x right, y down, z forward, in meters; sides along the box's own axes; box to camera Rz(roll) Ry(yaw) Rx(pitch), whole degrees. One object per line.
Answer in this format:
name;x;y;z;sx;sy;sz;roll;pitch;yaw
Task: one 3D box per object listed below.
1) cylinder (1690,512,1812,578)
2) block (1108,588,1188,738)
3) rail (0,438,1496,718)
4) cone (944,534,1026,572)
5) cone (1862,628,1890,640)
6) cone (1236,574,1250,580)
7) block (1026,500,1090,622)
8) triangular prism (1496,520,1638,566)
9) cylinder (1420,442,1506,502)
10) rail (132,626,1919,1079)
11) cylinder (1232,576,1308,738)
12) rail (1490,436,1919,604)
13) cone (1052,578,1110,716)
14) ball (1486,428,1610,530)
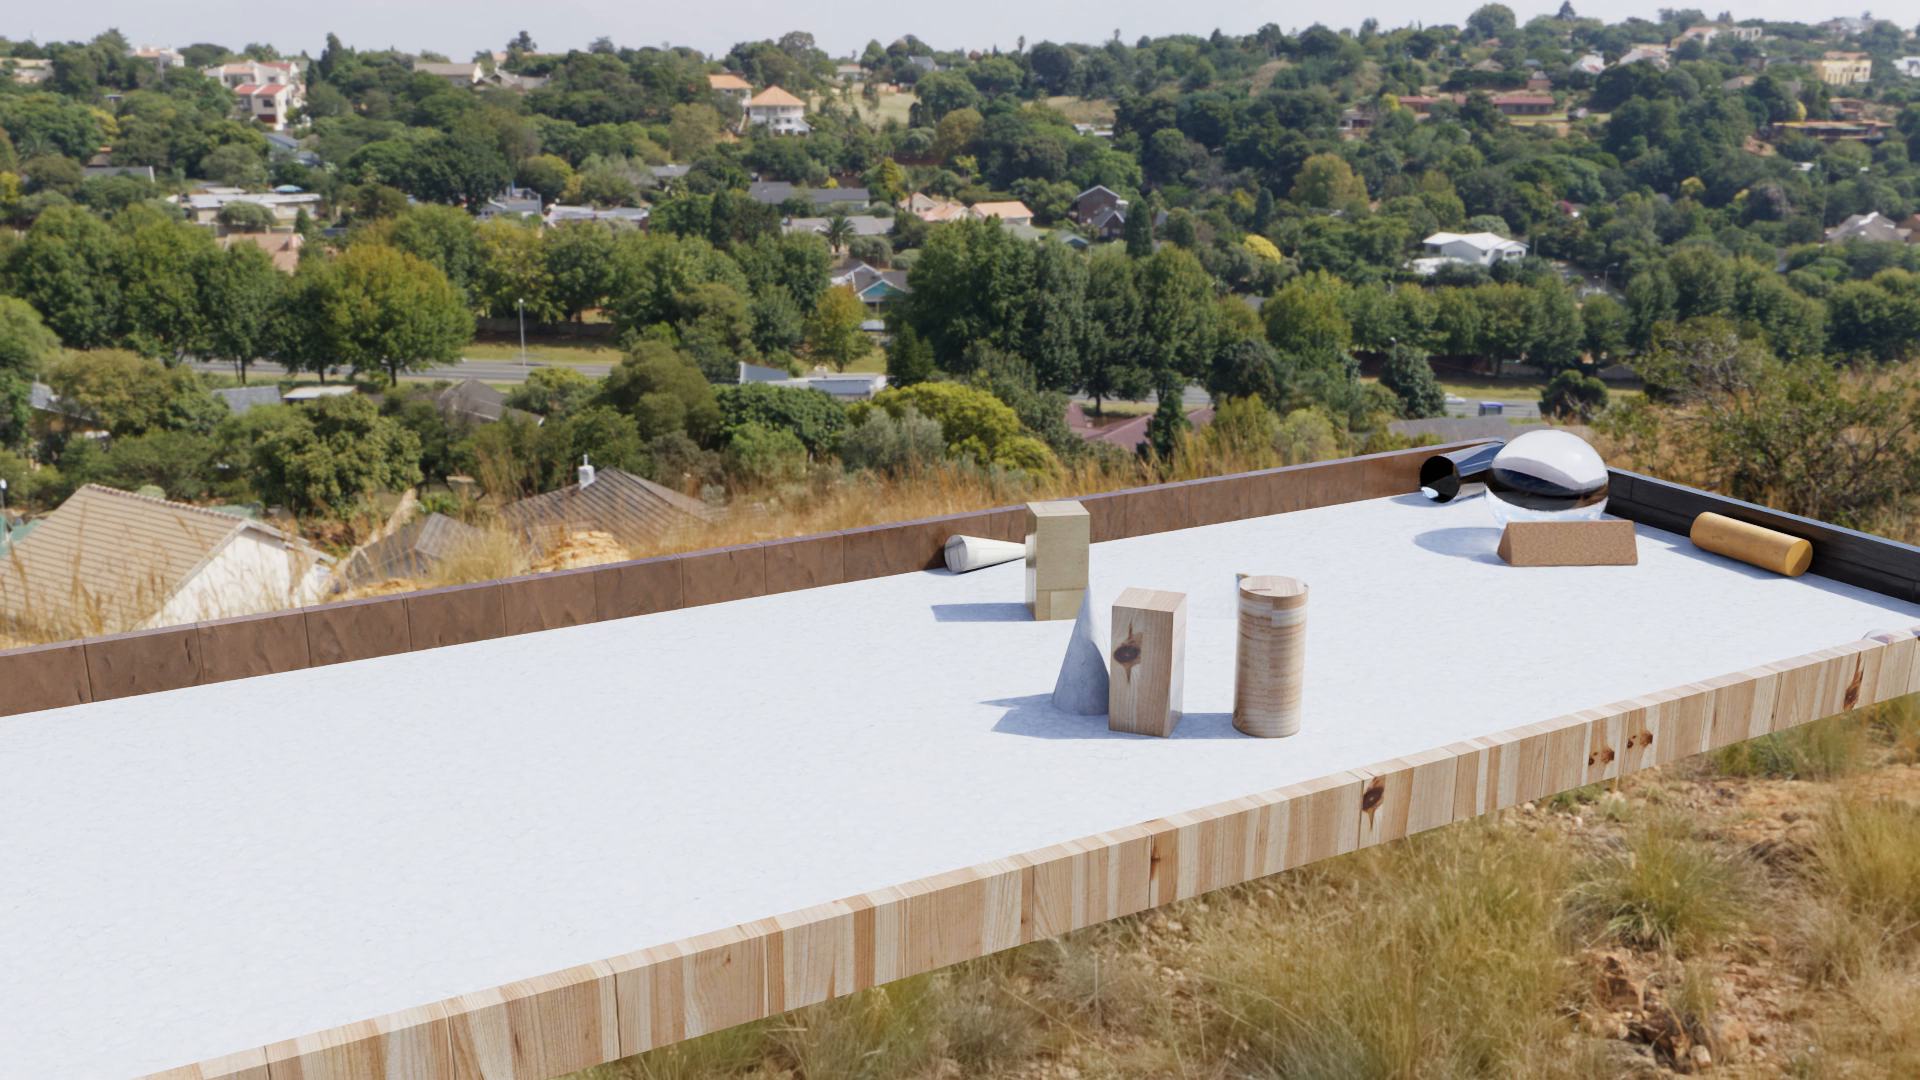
cylinder;2.446;0.011;5.107;0.118;0.118;0.349;-8;18;-24
block;0.438;0.284;3.844;0.144;0.307;0.144;6;17;19
rail;-3.305;0.497;3.399;12.000;0.150;0.050;-9;18;-27
cone;0.151;0.035;5.132;0.411;0.116;0.116;-2;14;-37
cone;2.167;0.349;4.059;0.439;0.123;0.123;-21;25;-32
cone;0.870;0.133;4.805;0.109;0.109;0.427;-3;9;-9
block;0.271;0.057;4.622;0.149;0.303;0.149;-3;17;-9
triangular prism;1.891;0.000;5.125;0.392;0.122;0.141;-1;16;-2
cylinder;1.814;-0.242;5.881;0.339;0.168;0.168;-13;21;-37
rail;-2.336;1.006;1.665;12.000;0.150;0.050;-9;18;-27
cylinder;0.719;0.270;3.825;0.158;0.345;0.158;0;16;0
rail;2.466;-0.048;5.253;0.050;0.150;2.100;-9;18;-27
cone;0.307;0.243;3.967;0.172;0.317;0.172;0;16;0
ball;1.874;-0.168;5.267;0.373;0.373;0.373;0;16;0
